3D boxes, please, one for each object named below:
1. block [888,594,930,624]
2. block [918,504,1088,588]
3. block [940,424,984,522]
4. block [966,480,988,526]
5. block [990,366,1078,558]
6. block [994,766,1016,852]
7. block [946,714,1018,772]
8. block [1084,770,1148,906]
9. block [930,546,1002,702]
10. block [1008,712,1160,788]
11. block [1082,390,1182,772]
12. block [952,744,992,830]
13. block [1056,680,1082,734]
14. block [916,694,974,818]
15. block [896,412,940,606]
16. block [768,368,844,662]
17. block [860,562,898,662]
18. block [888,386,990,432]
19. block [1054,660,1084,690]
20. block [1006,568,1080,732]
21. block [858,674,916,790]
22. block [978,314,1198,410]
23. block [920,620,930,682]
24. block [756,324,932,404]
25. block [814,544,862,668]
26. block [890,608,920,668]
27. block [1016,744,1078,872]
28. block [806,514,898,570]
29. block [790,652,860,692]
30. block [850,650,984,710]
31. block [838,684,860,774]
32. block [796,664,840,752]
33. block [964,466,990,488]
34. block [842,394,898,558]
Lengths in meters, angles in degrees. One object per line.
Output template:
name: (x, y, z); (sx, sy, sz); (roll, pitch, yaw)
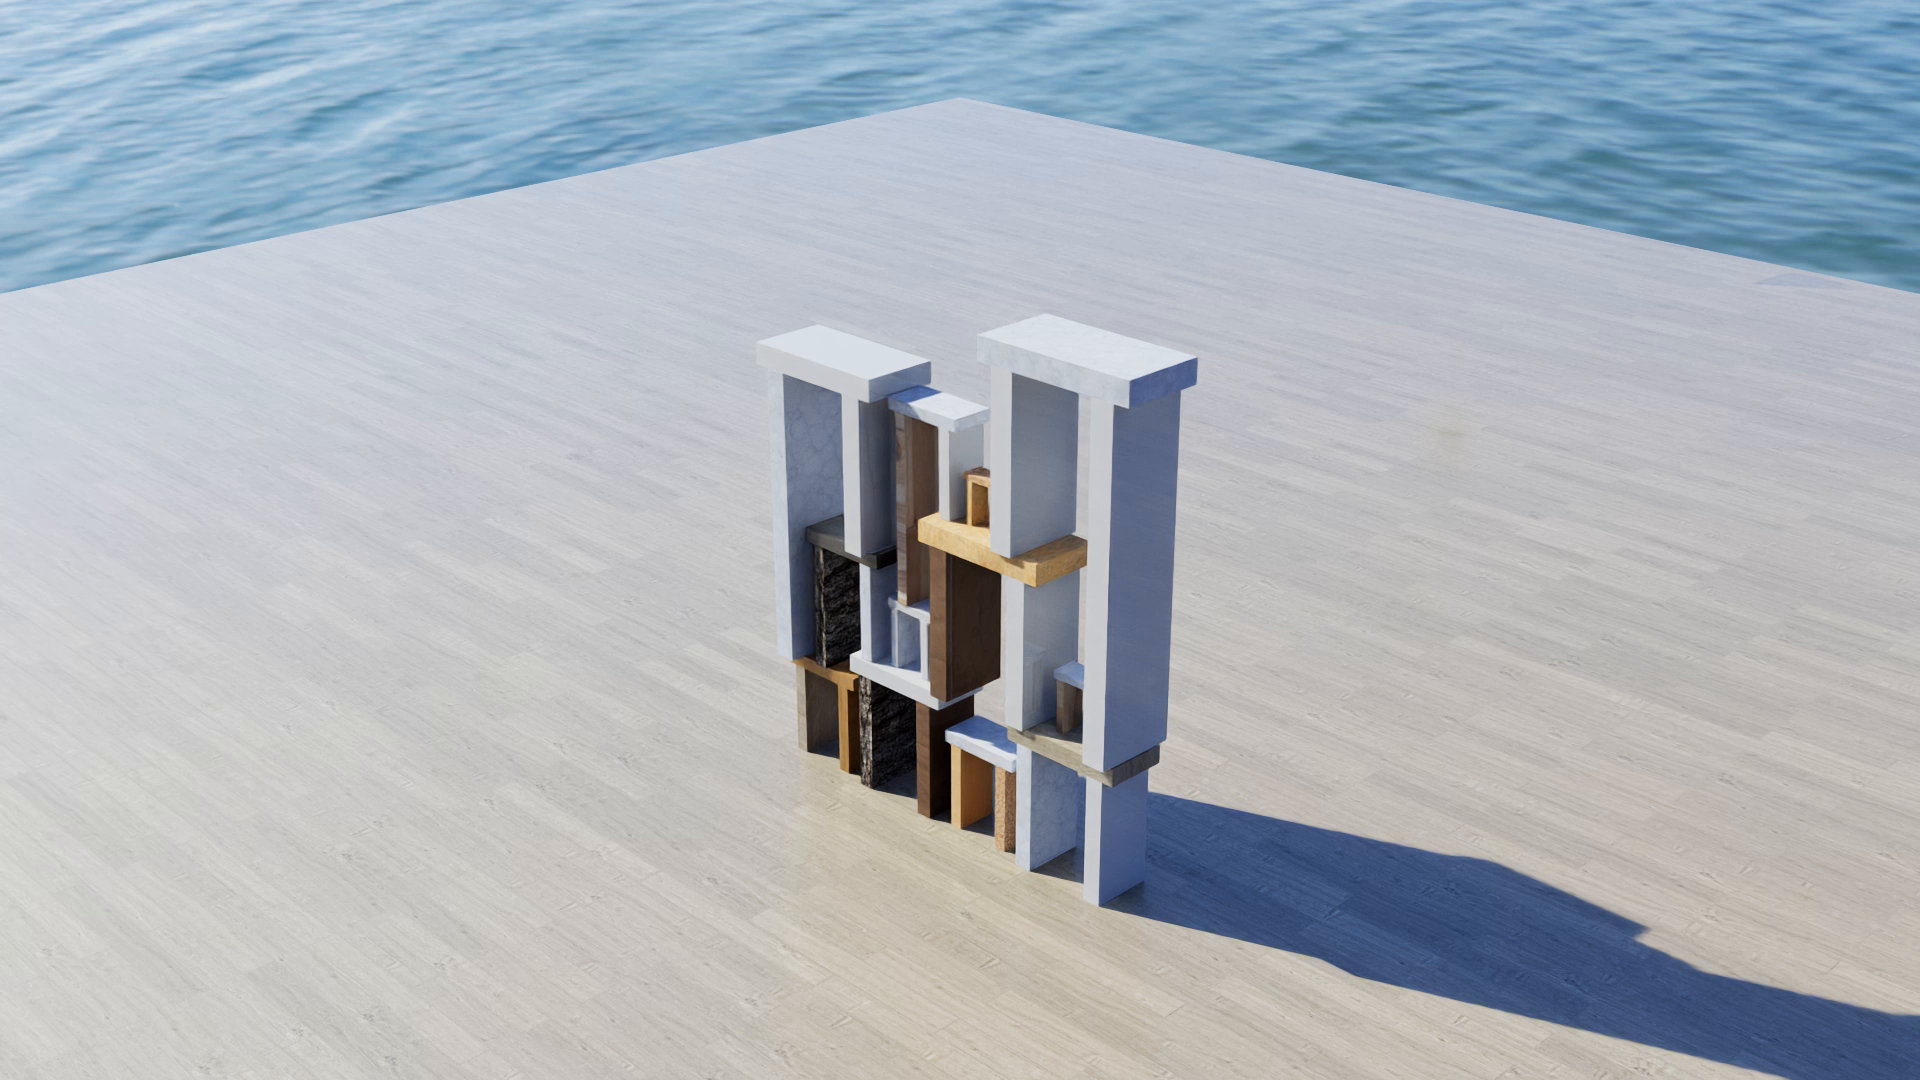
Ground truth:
block: (-0.077, 0.131, 4.361); (0.063, 0.018, 0.127); (-20, 30, -39)
block: (0.083, 0.003, 4.137); (0.307, 0.043, 0.153); (21, 31, 41)
block: (0.003, -0.135, 4.171); (0.026, 0.184, 0.092); (21, 31, 40)
block: (0.033, -0.076, 4.151); (0.013, 0.090, 0.045); (21, 31, 40)
block: (0.136, -0.162, 4.012); (0.051, 0.357, 0.179); (21, 31, 40)
block: (0.110, 0.512, 4.320); (0.026, 0.183, 0.091); (21, 31, 41)
block: (0.067, 0.399, 4.319); (0.183, 0.026, 0.091); (21, 31, 41)
block: (0.294, 0.544, 4.139); (0.038, 0.265, 0.133); (21, 31, 41)
block: (0.012, 0.141, 4.276); (0.043, 0.320, 0.153); (21, 31, 40)
block: (0.231, 0.380, 4.137); (0.265, 0.038, 0.133); (21, 31, 41)
block: (0.305, 0.065, 3.926); (0.051, 0.708, 0.179); (21, 31, 41)
block: (0.024, 0.478, 4.400); (0.026, 0.183, 0.091); (21, 31, 41)
block: (0.206, 0.304, 4.127); (0.016, 0.110, 0.055); (21, 31, 41)
block: (-0.029, 0.423, 4.438); (0.036, 0.254, 0.127); (21, 31, 41)
block: (-0.081, -0.070, 4.297); (0.092, 0.402, 0.026); (-21, 30, -39)
block: (-0.307, -0.067, 4.528); (0.165, 0.633, 0.047); (-21, 31, -41)
block: (-0.152, 0.132, 4.437); (0.030, 0.211, 0.105); (21, 31, 41)
block: (-0.040, -0.249, 4.172); (0.092, 0.026, 0.184); (-21, 31, -40)
block: (0.232, 0.257, 4.079); (0.110, 0.016, 0.055); (21, 31, 41)
block: (0.155, 0.192, 4.139); (0.043, 0.307, 0.153); (21, 31, 41)
block: (-0.148, 0.376, 4.549); (0.036, 0.254, 0.127); (21, 31, 41)
block: (0.220, -0.317, 3.855); (0.357, 0.051, 0.179); (21, 31, 41)
block: (-0.049, 0.211, 4.359); (0.018, 0.127, 0.063); (20, 30, 41)
block: (-0.230, -0.349, 4.323); (0.165, 0.047, 0.329); (-21, 31, -40)
block: (-0.250, 0.122, 4.542); (0.105, 0.273, 0.030); (-21, 31, -41)
block: (-0.109, 0.188, 4.413); (0.018, 0.127, 0.063); (21, 31, 41)
block: (0.169, 0.495, 4.254); (0.038, 0.266, 0.133); (21, 31, 41)
block: (-0.202, 0.002, 4.436); (0.211, 0.030, 0.105); (21, 31, 41)
block: (-0.254, 0.257, 4.609); (0.099, 0.028, 0.199); (-21, 31, -41)
block: (-0.089, 0.267, 4.437); (0.254, 0.036, 0.127); (21, 31, 40)
block: (-0.207, 0.380, 4.610); (0.028, 0.199, 0.099); (21, 31, 41)
block: (-0.301, 0.344, 4.696); (0.028, 0.199, 0.099); (21, 31, 41)
block: (0.054, -0.115, 4.111); (0.090, 0.013, 0.045); (21, 31, 40)
block: (-0.153, -0.146, 4.325); (0.047, 0.329, 0.165); (21, 31, 41)
